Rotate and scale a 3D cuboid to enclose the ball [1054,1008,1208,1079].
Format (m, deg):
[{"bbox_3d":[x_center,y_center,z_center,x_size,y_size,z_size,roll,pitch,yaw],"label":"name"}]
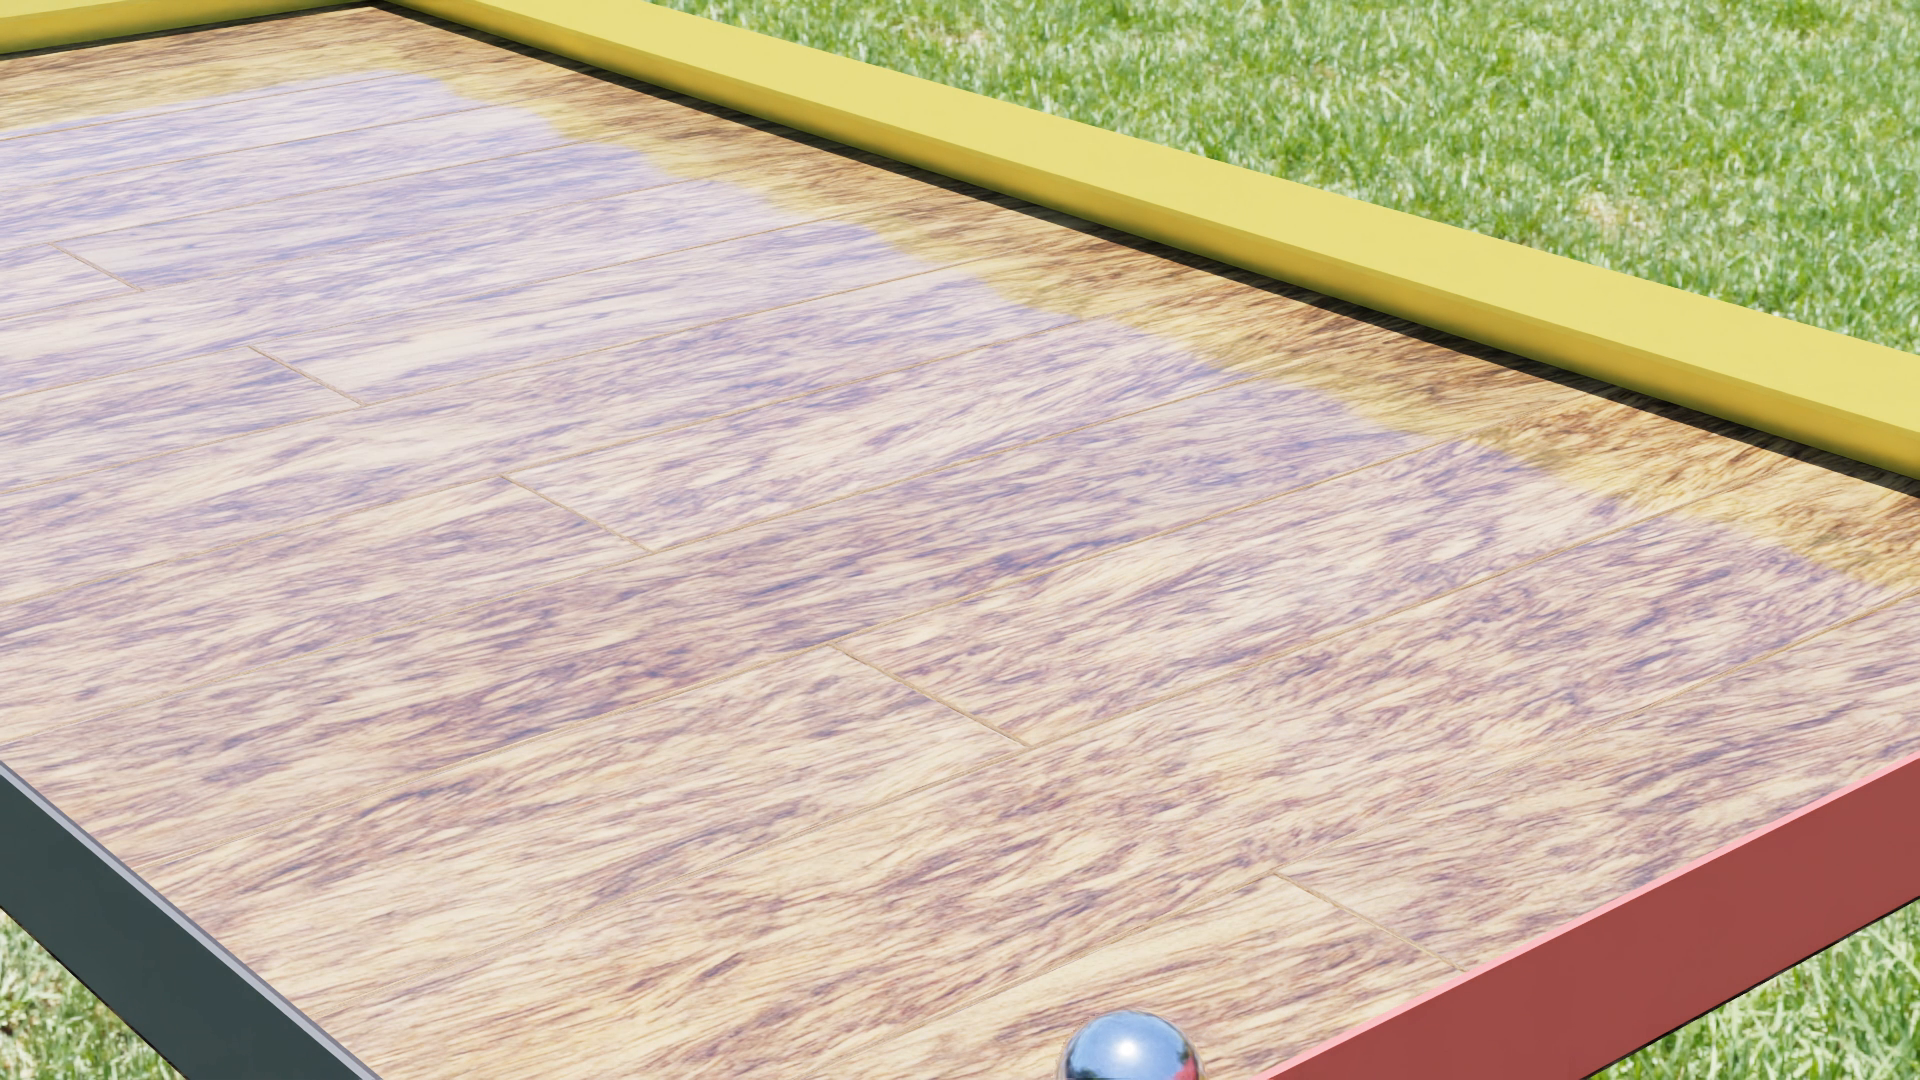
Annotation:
[{"bbox_3d":[0.097,0.313,1.682,0.088,0.088,0.088,0,22,0],"label":"ball"}]

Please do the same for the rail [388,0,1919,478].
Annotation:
[{"bbox_3d":[0.102,-0.448,3.532,0.045,0.115,3.306,-17,28,-36],"label":"rail"}]

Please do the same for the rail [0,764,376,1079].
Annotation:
[{"bbox_3d":[-1.160,-0.055,2.556,0.045,0.115,3.306,-17,28,-36],"label":"rail"}]

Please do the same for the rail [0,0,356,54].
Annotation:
[{"bbox_3d":[-1.572,-0.719,4.204,1.691,0.115,0.045,-17,28,-36],"label":"rail"}]

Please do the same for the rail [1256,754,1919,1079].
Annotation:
[{"bbox_3d":[0.514,0.217,1.883,1.691,0.115,0.045,-17,28,-36],"label":"rail"}]
